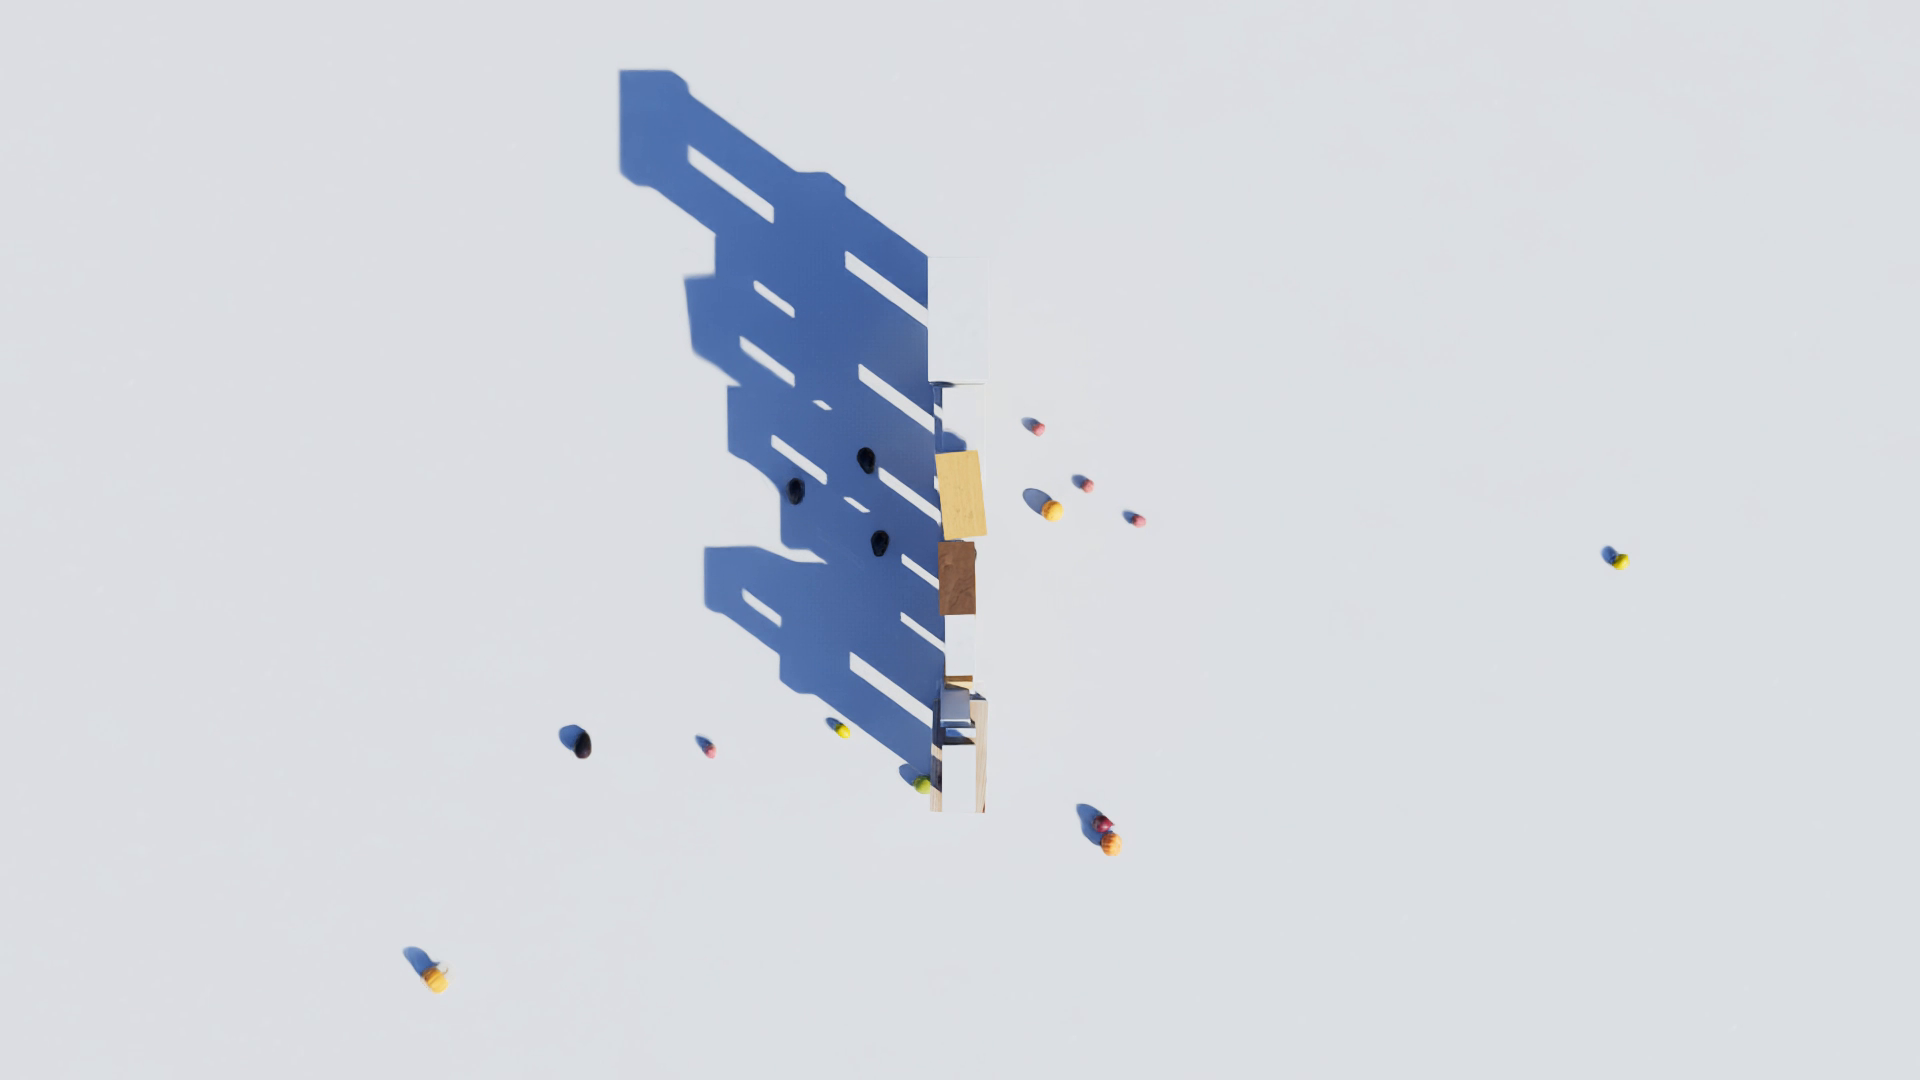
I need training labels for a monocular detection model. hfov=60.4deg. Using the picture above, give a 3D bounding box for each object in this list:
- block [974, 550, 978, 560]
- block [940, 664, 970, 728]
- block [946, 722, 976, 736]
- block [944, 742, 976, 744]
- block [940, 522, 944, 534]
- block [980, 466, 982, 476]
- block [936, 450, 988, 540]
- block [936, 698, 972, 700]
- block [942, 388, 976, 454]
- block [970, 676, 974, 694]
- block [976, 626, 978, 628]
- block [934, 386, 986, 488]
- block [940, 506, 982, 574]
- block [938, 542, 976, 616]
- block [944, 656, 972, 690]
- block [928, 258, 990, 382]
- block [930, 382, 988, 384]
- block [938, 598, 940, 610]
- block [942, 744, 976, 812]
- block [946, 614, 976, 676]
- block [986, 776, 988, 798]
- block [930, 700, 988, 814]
[{"bbox_3d":[-0.003,0.046,5.093,0.110,0.220,0.031,0,90,0],"label":"block"},{"bbox_3d":[-0.014,0.480,5.118,0.089,0.355,0.025,0,114,0],"label":"block"},{"bbox_3d":[0.003,0.575,5.019,0.089,0.177,0.025,1,90,0],"label":"block"},{"bbox_3d":[-0.003,0.642,5.009,0.099,0.197,0.028,1,90,0],"label":"block"},{"bbox_3d":[0.005,-0.036,5.042,0.126,0.321,0.036,1,91,0],"label":"block"},{"bbox_3d":[0.003,-0.205,5.009,0.126,0.253,0.036,0,91,0],"label":"block"},{"bbox_3d":[0.004,-0.133,4.864,0.126,0.036,0.253,-6,90,0],"label":"block"},{"bbox_3d":[0.003,0.554,5.328,0.172,0.344,0.049,1,90,0],"label":"block"},{"bbox_3d":[-0.002,-0.353,4.923,0.099,0.028,0.198,0,90,0],"label":"block"},{"bbox_3d":[0.000,0.398,5.299,0.094,0.027,0.188,0,90,0],"label":"block"},{"bbox_3d":[0.006,0.263,5.191,0.093,0.185,0.026,-4,90,0],"label":"block"},{"bbox_3d":[-0.001,-0.320,5.158,0.160,0.045,0.320,0,90,0],"label":"block"},{"bbox_3d":[0.004,-0.025,5.221,0.130,0.037,0.260,0,90,0],"label":"block"},{"bbox_3d":[-0.009,0.115,4.967,0.110,0.031,0.221,-1,90,0],"label":"block"},{"bbox_3d":[-0.005,0.416,5.199,0.089,0.177,0.025,-1,114,0],"label":"block"},{"bbox_3d":[-0.004,-0.631,4.719,0.174,0.049,0.348,0,90,0],"label":"block"},{"bbox_3d":[-0.005,-0.663,5.117,0.179,0.051,0.357,0,90,0],"label":"block"},{"bbox_3d":[-0.010,0.195,5.133,0.110,0.302,0.031,-3,90,0],"label":"block"},{"bbox_3d":[-0.003,0.707,4.896,0.099,0.028,0.197,0,90,0],"label":"block"},{"bbox_3d":[0.001,0.324,5.086,0.093,0.026,0.185,-1,90,0],"label":"block"},{"bbox_3d":[0.001,0.784,5.328,0.172,0.344,0.049,0,90,0],"label":"block"},{"bbox_3d":[-0.003,0.672,5.132,0.172,0.049,0.344,2,90,0],"label":"block"}]
